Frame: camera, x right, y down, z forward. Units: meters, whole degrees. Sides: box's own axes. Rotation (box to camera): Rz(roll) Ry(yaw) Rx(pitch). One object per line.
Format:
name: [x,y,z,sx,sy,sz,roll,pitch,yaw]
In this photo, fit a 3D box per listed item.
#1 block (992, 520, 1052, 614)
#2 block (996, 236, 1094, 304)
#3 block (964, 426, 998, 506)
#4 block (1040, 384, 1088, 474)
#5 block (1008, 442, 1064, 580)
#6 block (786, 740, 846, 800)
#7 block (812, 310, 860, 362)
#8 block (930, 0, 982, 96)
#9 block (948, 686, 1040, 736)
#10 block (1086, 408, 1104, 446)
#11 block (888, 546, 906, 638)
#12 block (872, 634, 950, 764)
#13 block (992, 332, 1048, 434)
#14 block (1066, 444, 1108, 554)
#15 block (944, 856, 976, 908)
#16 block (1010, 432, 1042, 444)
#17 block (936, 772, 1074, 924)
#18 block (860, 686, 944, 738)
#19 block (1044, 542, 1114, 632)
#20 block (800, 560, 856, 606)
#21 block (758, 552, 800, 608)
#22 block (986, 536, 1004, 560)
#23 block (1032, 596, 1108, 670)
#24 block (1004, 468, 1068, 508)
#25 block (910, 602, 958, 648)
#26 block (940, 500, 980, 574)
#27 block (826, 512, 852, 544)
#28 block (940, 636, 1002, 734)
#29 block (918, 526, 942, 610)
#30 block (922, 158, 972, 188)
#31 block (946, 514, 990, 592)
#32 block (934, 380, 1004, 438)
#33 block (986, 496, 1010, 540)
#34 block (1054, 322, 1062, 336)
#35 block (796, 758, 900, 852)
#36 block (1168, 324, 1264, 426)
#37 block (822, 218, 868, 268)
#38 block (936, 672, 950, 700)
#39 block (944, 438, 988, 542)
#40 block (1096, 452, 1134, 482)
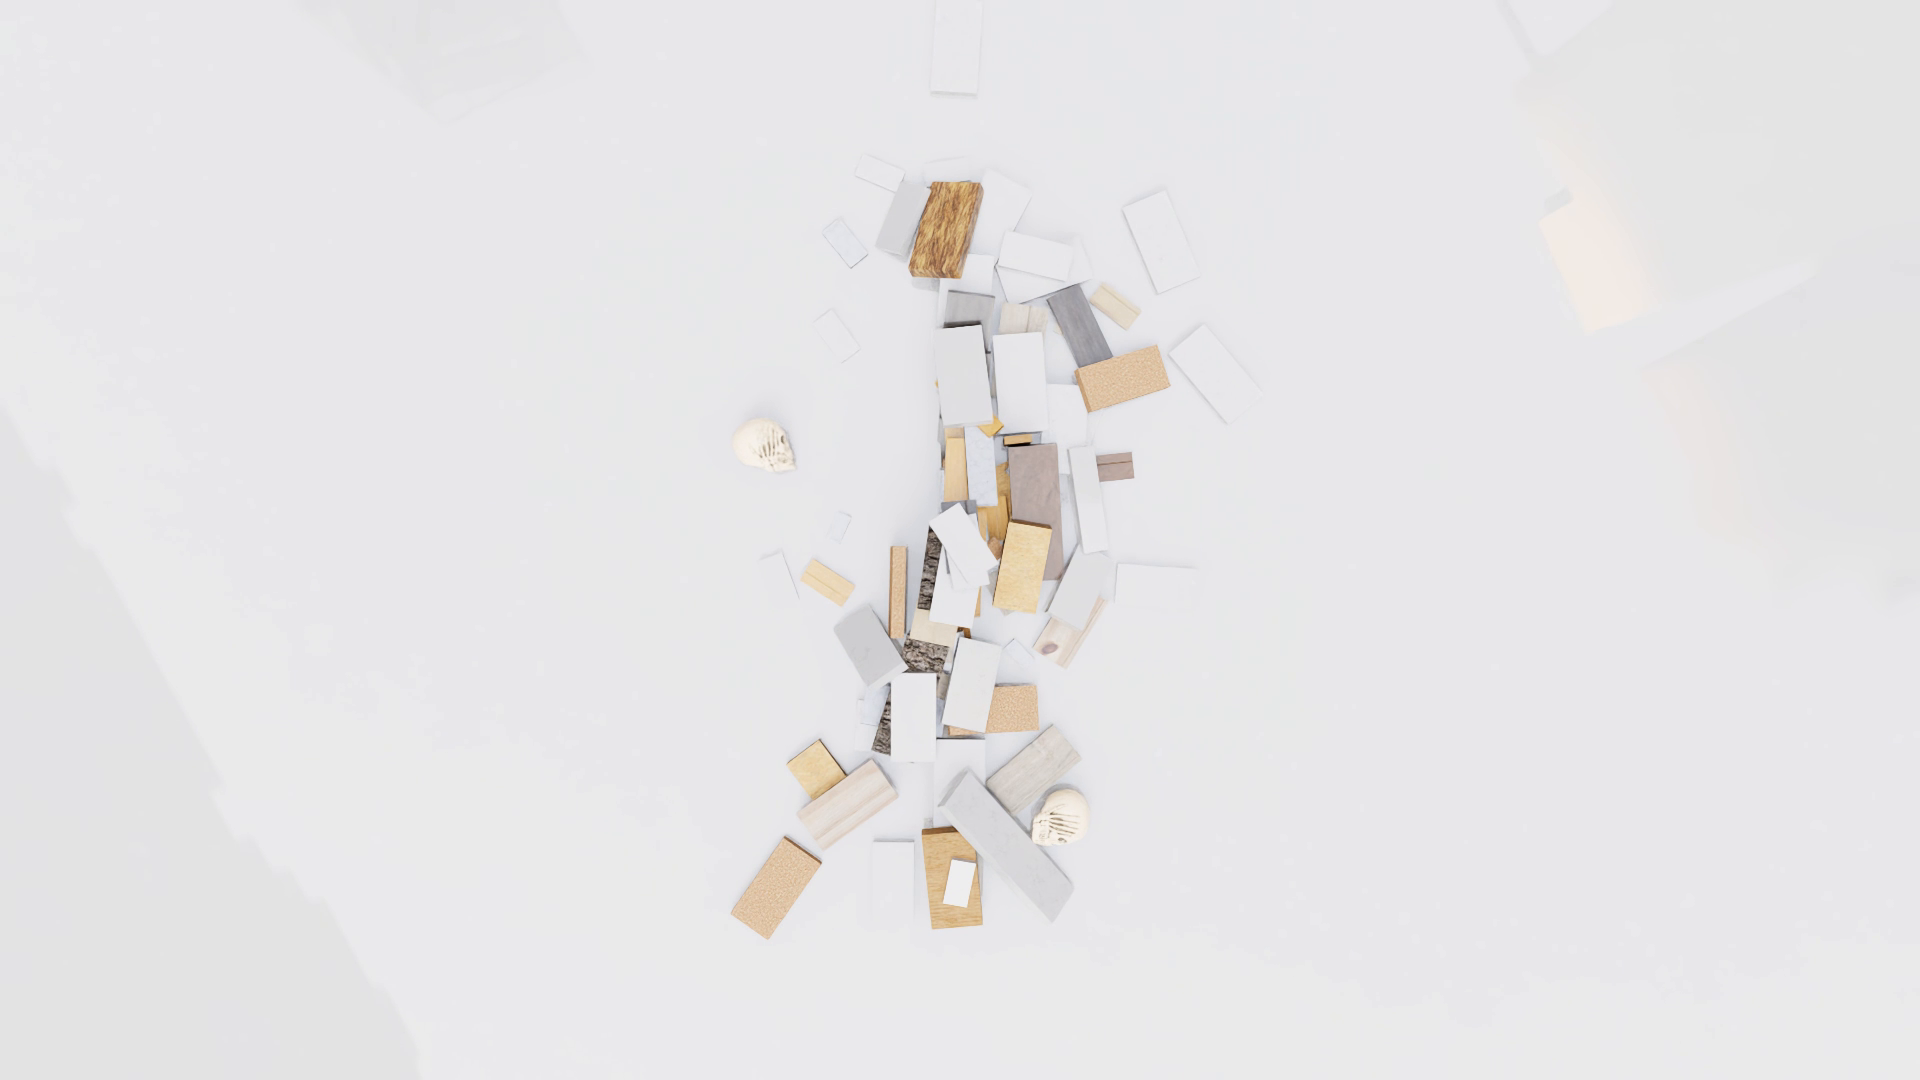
block: [0.204,0.089,5.425,0.144,0.041,0.288,10,101,-3]
block: [0.279,-0.889,5.479,0.293,0.041,0.146,-19,90,0]
block: [0.066,-0.243,5.288,0.090,0.026,0.285,-2,69,-5]
block: [0.343,-0.365,5.454,0.146,0.041,0.293,3,90,0]
block: [0.251,-0.090,5.434,0.161,0.046,0.452,-4,101,0]
block: [-0.440,0.813,5.481,0.136,0.039,0.273,-37,90,0]
block: [-0.411,-0.677,5.489,0.081,0.023,0.161,-37,90,0]
block: [-0.011,-1.636,5.478,0.153,0.043,0.307,4,90,0]
block: [0.107,0.560,5.423,0.297,0.042,0.148,-2,83,-10]
block: [0.433,-0.435,5.489,0.081,0.023,0.252,20,90,0]
block: [-0.207,0.170,5.424,0.042,0.149,0.297,1,90,-6]
block: [-0.162,0.517,5.396,0.145,0.041,0.399,17,95,-1]
block: [0.199,-0.514,5.408,0.161,0.046,0.321,-4,91,2]
block: [0.420,-0.134,5.426,0.089,0.025,0.347,-10,95,-18]
block: [-0.002,1.115,5.375,0.079,0.022,0.157,11,104,-3]
block: [0.253,-0.360,5.487,0.181,0.026,0.090,-40,90,0]
block: [0.153,1.005,5.373,0.555,0.043,0.153,49,54,-14]
block: [-0.184,0.563,5.456,0.273,0.039,0.136,10,81,-1]
block: [0.393,0.154,5.431,0.132,0.037,0.265,29,72,-9]
block: [-0.440,0.143,5.488,0.167,0.024,0.084,33,90,0]
block: [-0.602,0.135,5.488,0.084,0.024,0.167,-20,90,0]
block: [0.116,0.030,5.455,0.050,0.101,0.014,-40,55,0]
block: [0.366,0.283,5.481,0.132,0.037,0.265,32,90,0]
block: [0.252,-0.179,5.473,0.221,0.021,0.074,44,78,-5]
block: [-0.062,0.189,5.334,0.145,0.041,0.290,12,92,-1]
block: [0.005,-0.010,5.185,0.112,0.032,0.225,-5,87,-4]
block: [-0.404,-0.040,5.493,0.050,0.014,0.101,24,90,0]
block: [0.037,0.474,5.381,0.144,0.041,0.288,13,78,-7]
block: [-0.049,0.092,5.277,0.138,0.039,0.276,8,75,-2]
block: [-0.044,-1.222,5.489,0.152,0.022,0.076,-9,90,0]
block: [0.015,0.039,5.150,0.113,0.032,0.225,-11,87,-4]
block: [0.029,-0.438,5.336,0.063,0.018,0.258,-41,77,-17]
block: [0.126,-0.072,5.472,0.074,0.021,0.148,-6,96,17]
block: [0.364,-0.741,5.491,0.063,0.018,0.127,23,90,0]
block: [-0.370,0.872,5.440,0.307,0.043,0.153,-36,90,0]
block: [0.848,-0.549,5.478,0.153,0.043,0.307,-40,90,0]
block: [-0.382,-0.987,5.489,0.076,0.022,0.152,-39,90,0]
block: [-0.004,0.510,5.444,0.318,0.022,0.079,28,79,-5]
block: [0.018,-0.147,5.303,0.138,0.039,0.362,3,75,-3]
block: [0.487,-0.239,5.487,0.177,0.025,0.089,-6,90,0]
